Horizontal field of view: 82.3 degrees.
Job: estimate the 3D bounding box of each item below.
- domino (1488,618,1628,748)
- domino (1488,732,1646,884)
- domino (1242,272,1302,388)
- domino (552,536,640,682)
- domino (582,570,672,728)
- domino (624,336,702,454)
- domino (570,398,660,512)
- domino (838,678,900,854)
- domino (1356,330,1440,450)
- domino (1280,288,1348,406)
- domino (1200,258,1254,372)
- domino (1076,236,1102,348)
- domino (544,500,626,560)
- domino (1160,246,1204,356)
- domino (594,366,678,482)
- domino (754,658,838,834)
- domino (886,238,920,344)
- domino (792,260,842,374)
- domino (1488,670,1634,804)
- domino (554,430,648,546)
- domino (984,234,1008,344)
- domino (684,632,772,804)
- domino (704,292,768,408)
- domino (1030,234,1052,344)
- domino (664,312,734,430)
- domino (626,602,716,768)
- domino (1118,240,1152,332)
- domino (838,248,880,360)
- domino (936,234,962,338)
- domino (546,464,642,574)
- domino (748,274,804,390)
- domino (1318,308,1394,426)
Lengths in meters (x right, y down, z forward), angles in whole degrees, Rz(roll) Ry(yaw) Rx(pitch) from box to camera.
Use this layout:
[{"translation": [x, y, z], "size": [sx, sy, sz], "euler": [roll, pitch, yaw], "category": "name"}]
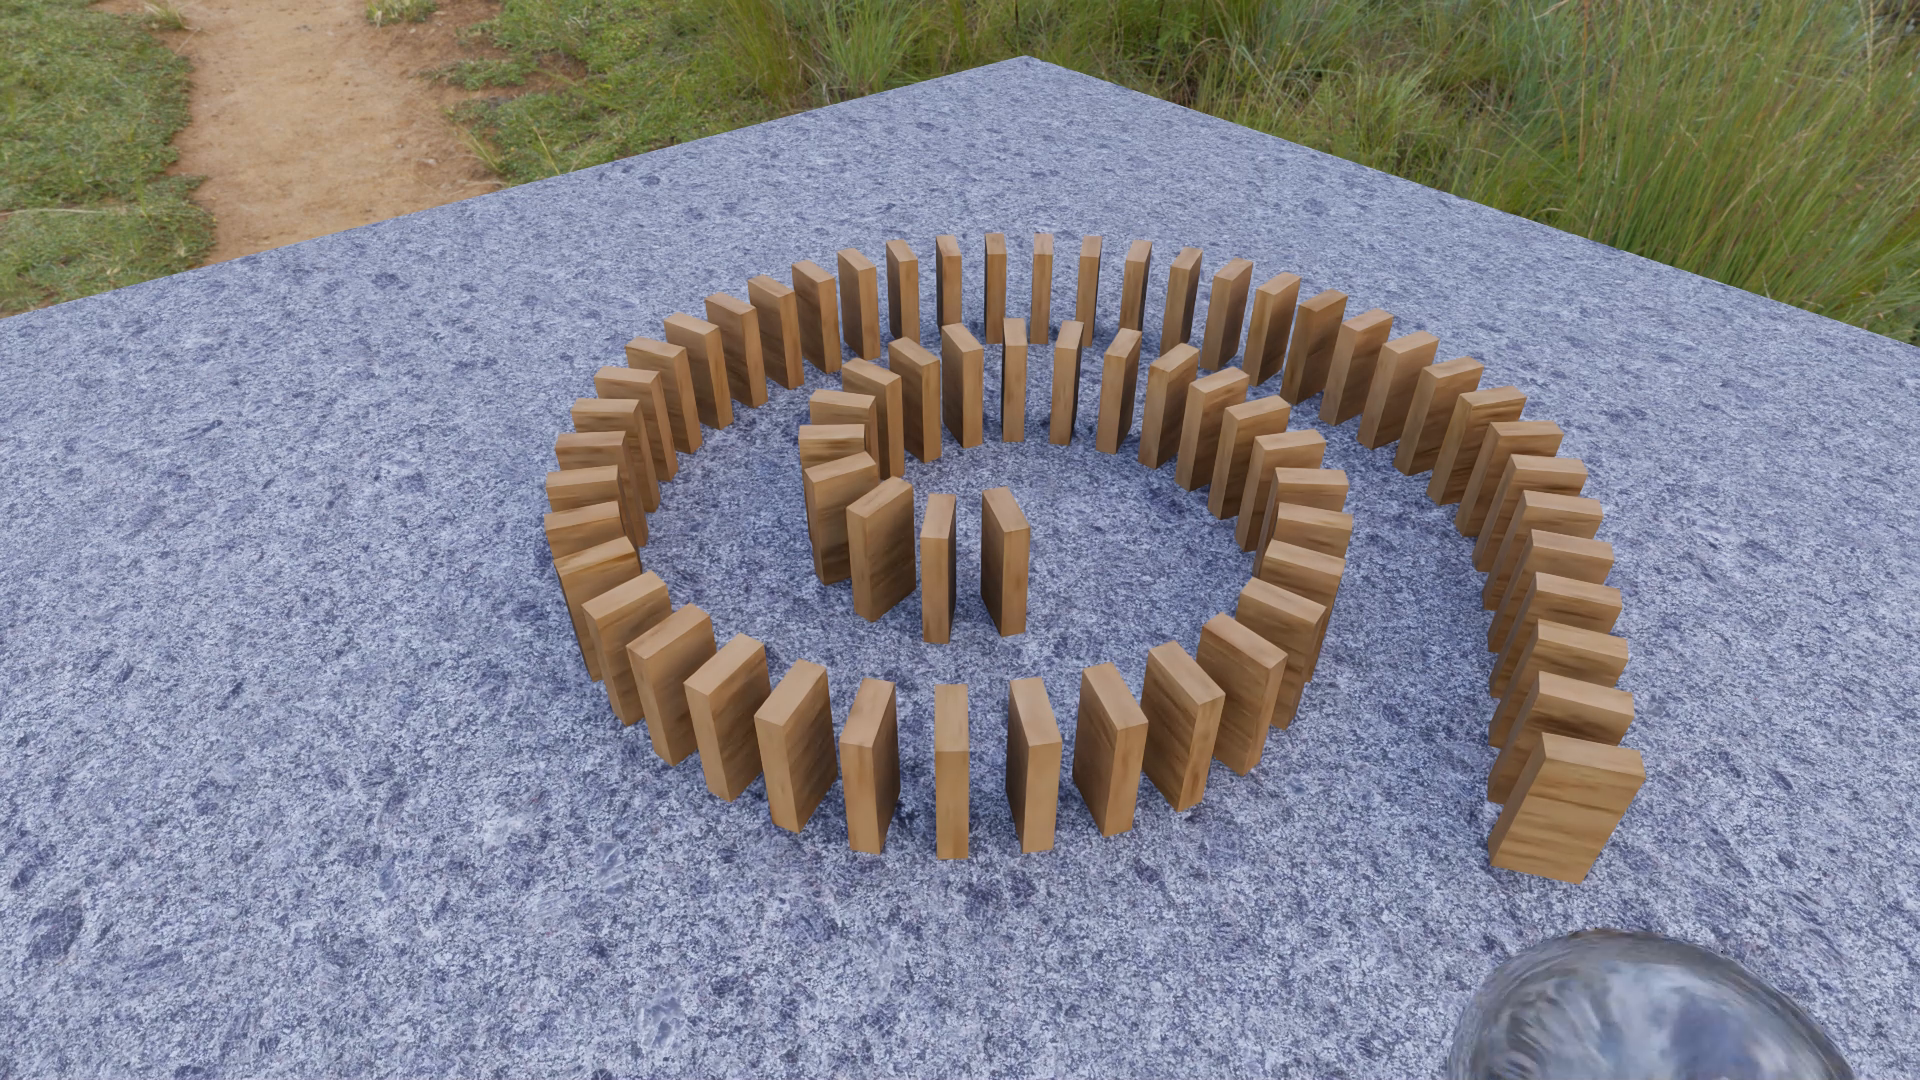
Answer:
[{"translation": [0.190, 0.049, 0.351], "size": [0.025, 0.050, 0.009], "euler": [14, 41, 16], "category": "domino"}, {"translation": [0.173, 0.078, 0.316], "size": [0.025, 0.050, 0.010], "euler": [10, 40, 12], "category": "domino"}, {"translation": [0.151, -0.102, 0.536], "size": [0.009, 0.050, 0.025], "euler": [31, 48, 32], "category": "domino"}, {"translation": [-0.122, 0.025, 0.381], "size": [0.025, 0.050, 0.009], "euler": [-21, 44, -24], "category": "domino"}, {"translation": [-0.107, 0.037, 0.367], "size": [0.025, 0.050, 0.010], "euler": [-30, 48, -31], "category": "domino"}, {"translation": [-0.131, -0.064, 0.489], "size": [0.025, 0.050, 0.010], "euler": [15, 42, 18], "category": "domino"}, {"translation": [-0.141, -0.034, 0.453], "size": [0.025, 0.050, 0.010], "euler": [2, 39, 2], "category": "domino"}, {"translation": [-0.026, 0.068, 0.328], "size": [0.010, 0.050, 0.025], "euler": [8, 40, 9], "category": "domino"}, {"translation": [0.196, -0.067, 0.493], "size": [0.025, 0.050, 0.010], "euler": [-20, 43, -23], "category": "domino"}, {"translation": [0.168, -0.091, 0.523], "size": [0.025, 0.050, 0.010], "euler": [-29, 47, -31], "category": "domino"}, {"translation": [0.133, -0.112, 0.548], "size": [0.009, 0.050, 0.025], "euler": [24, 45, 27], "category": "domino"}, {"translation": [0.066, -0.128, 0.568], "size": [0.010, 0.050, 0.025], "euler": [6, 40, 7], "category": "domino"}, {"translation": [-0.132, 0.011, 0.398], "size": [0.025, 0.050, 0.010], "euler": [-12, 41, -14], "category": "domino"}, {"translation": [0.112, -0.120, 0.558], "size": [0.010, 0.050, 0.025], "euler": [16, 42, 19], "category": "domino"}, {"translation": [-0.138, -0.049, 0.472], "size": [0.025, 0.050, 0.009], "euler": [7, 40, 9], "category": "domino"}, {"translation": [-0.049, 0.063, 0.334], "size": [0.010, 0.050, 0.025], "euler": [16, 42, 18], "category": "domino"}, {"translation": [-0.029, -0.125, 0.564], "size": [0.009, 0.050, 0.025], "euler": [-12, 41, -14], "category": "domino"}, {"translation": [-0.071, -0.111, 0.546], "size": [0.010, 0.050, 0.025], "euler": [-26, 46, -28], "category": "domino"}, {"translation": [0.181, 0.064, 0.334], "size": [0.025, 0.050, 0.009], "euler": [14, 41, 16], "category": "domino"}, {"translation": [-0.141, -0.019, 0.435], "size": [0.025, 0.050, 0.009], "euler": [-3, 39, -3], "category": "domino"}, {"translation": [0.018, -0.130, 0.570], "size": [0.009, 0.050, 0.025], "euler": [-1, 39, -2], "category": "domino"}, {"translation": [-0.070, 0.056, 0.343], "size": [0.009, 0.050, 0.025], "euler": [22, 44, 24], "category": "domino"}, {"translation": [-0.106, -0.089, 0.521], "size": [0.025, 0.050, 0.010], "euler": [28, 47, 30], "category": "domino"}, {"translation": [0.042, -0.130, 0.570], "size": [0.009, 0.050, 0.025], "euler": [2, 39, 3], "category": "domino"}, {"translation": [-0.120, -0.077, 0.506], "size": [0.025, 0.050, 0.009], "euler": [22, 44, 25], "category": "domino"}, {"translation": [-0.090, 0.047, 0.354], "size": [0.009, 0.050, 0.025], "euler": [27, 47, 29], "category": "domino"}, {"translation": [0.089, -0.125, 0.564], "size": [0.010, 0.050, 0.025], "euler": [10, 40, 12], "category": "domino"}, {"translation": [-0.051, -0.119, 0.557], "size": [0.009, 0.050, 0.025], "euler": [-20, 43, -22], "category": "domino"}, {"translation": [-0.006, -0.129, 0.569], "size": [0.009, 0.050, 0.025], "euler": [-6, 40, -7], "category": "domino"}, {"translation": [-0.138, -0.004, 0.416], "size": [0.025, 0.050, 0.009], "euler": [-7, 40, -8], "category": "domino"}, {"translation": [-0.089, -0.101, 0.534], "size": [0.009, 0.050, 0.025], "euler": [-31, 49, -32], "category": "domino"}, {"translation": [0.183, -0.080, 0.509], "size": [0.025, 0.050, 0.009], "euler": [-24, 45, -27], "category": "domino"}]
